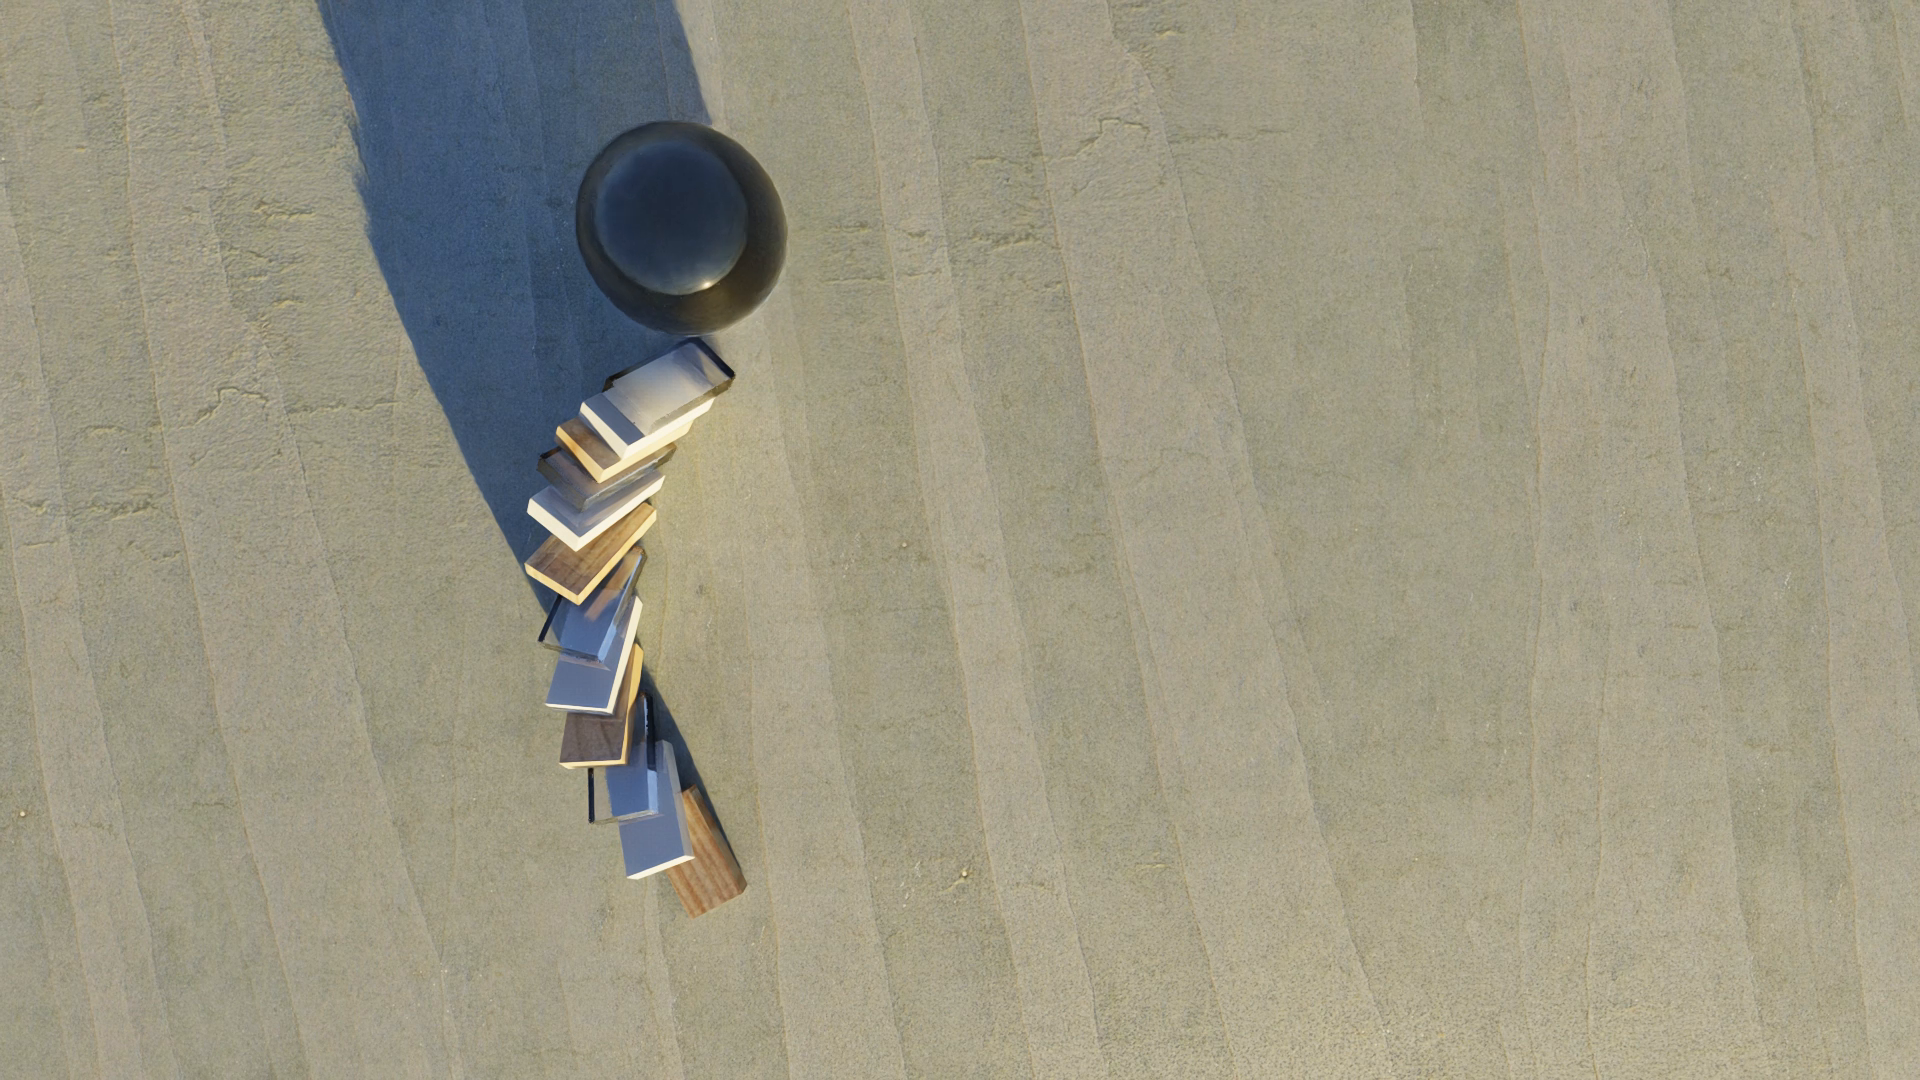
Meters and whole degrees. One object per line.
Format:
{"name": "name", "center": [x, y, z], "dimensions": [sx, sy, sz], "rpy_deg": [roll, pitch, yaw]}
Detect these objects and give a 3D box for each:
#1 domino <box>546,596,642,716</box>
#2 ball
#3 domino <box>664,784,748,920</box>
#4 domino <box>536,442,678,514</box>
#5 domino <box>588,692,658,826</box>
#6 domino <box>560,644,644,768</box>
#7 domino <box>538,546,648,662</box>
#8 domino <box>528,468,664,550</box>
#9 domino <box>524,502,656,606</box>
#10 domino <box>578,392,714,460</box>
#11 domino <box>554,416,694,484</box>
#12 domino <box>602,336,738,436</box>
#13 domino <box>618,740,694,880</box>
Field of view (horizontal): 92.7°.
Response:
{"name": "domino", "center": [-0.153, 0.047, 0.384], "dimensions": [0.025, 0.010, 0.050], "rpy_deg": [5, 63, 0]}
{"name": "ball", "center": [-0.108, -0.121, 0.360], "dimensions": [0.080, 0.080, 0.080], "rpy_deg": [0, 90, 0]}
{"name": "domino", "center": [-0.115, 0.134, 0.395], "dimensions": [0.025, 0.010, 0.050], "rpy_deg": [-27, 90, 0]}
{"name": "domino", "center": [-0.145, -0.034, 0.379], "dimensions": [0.025, 0.050, 0.009], "rpy_deg": [45, 134, 1]}
{"name": "domino", "center": [-0.142, 0.091, 0.385], "dimensions": [0.025, 0.010, 0.050], "rpy_deg": [-12, 65, 0]}
{"name": "domino", "center": [-0.150, 0.069, 0.384], "dimensions": [0.025, 0.010, 0.050], "rpy_deg": [-3, 63, 0]}
{"name": "domino", "center": [-0.153, 0.024, 0.384], "dimensions": [0.025, 0.010, 0.050], "rpy_deg": [14, 63, 0]}
{"name": "domino", "center": [-0.149, -0.019, 0.379], "dimensions": [0.025, 0.050, 0.010], "rpy_deg": [39, 134, 0]}
{"name": "domino", "center": [-0.153, 0.000, 0.382], "dimensions": [0.025, 0.009, 0.050], "rpy_deg": [32, 56, 0]}
{"name": "domino", "center": [-0.129, -0.055, 0.379], "dimensions": [0.025, 0.050, 0.010], "rpy_deg": [44, 134, 0]}
{"name": "domino", "center": [-0.138, -0.046, 0.379], "dimensions": [0.025, 0.050, 0.010], "rpy_deg": [44, 134, 1]}
{"name": "domino", "center": [-0.119, -0.065, 0.379], "dimensions": [0.025, 0.050, 0.009], "rpy_deg": [44, 134, 0]}
{"name": "domino", "center": [-0.130, 0.113, 0.385], "dimensions": [0.025, 0.009, 0.050], "rpy_deg": [-21, 65, 0]}
